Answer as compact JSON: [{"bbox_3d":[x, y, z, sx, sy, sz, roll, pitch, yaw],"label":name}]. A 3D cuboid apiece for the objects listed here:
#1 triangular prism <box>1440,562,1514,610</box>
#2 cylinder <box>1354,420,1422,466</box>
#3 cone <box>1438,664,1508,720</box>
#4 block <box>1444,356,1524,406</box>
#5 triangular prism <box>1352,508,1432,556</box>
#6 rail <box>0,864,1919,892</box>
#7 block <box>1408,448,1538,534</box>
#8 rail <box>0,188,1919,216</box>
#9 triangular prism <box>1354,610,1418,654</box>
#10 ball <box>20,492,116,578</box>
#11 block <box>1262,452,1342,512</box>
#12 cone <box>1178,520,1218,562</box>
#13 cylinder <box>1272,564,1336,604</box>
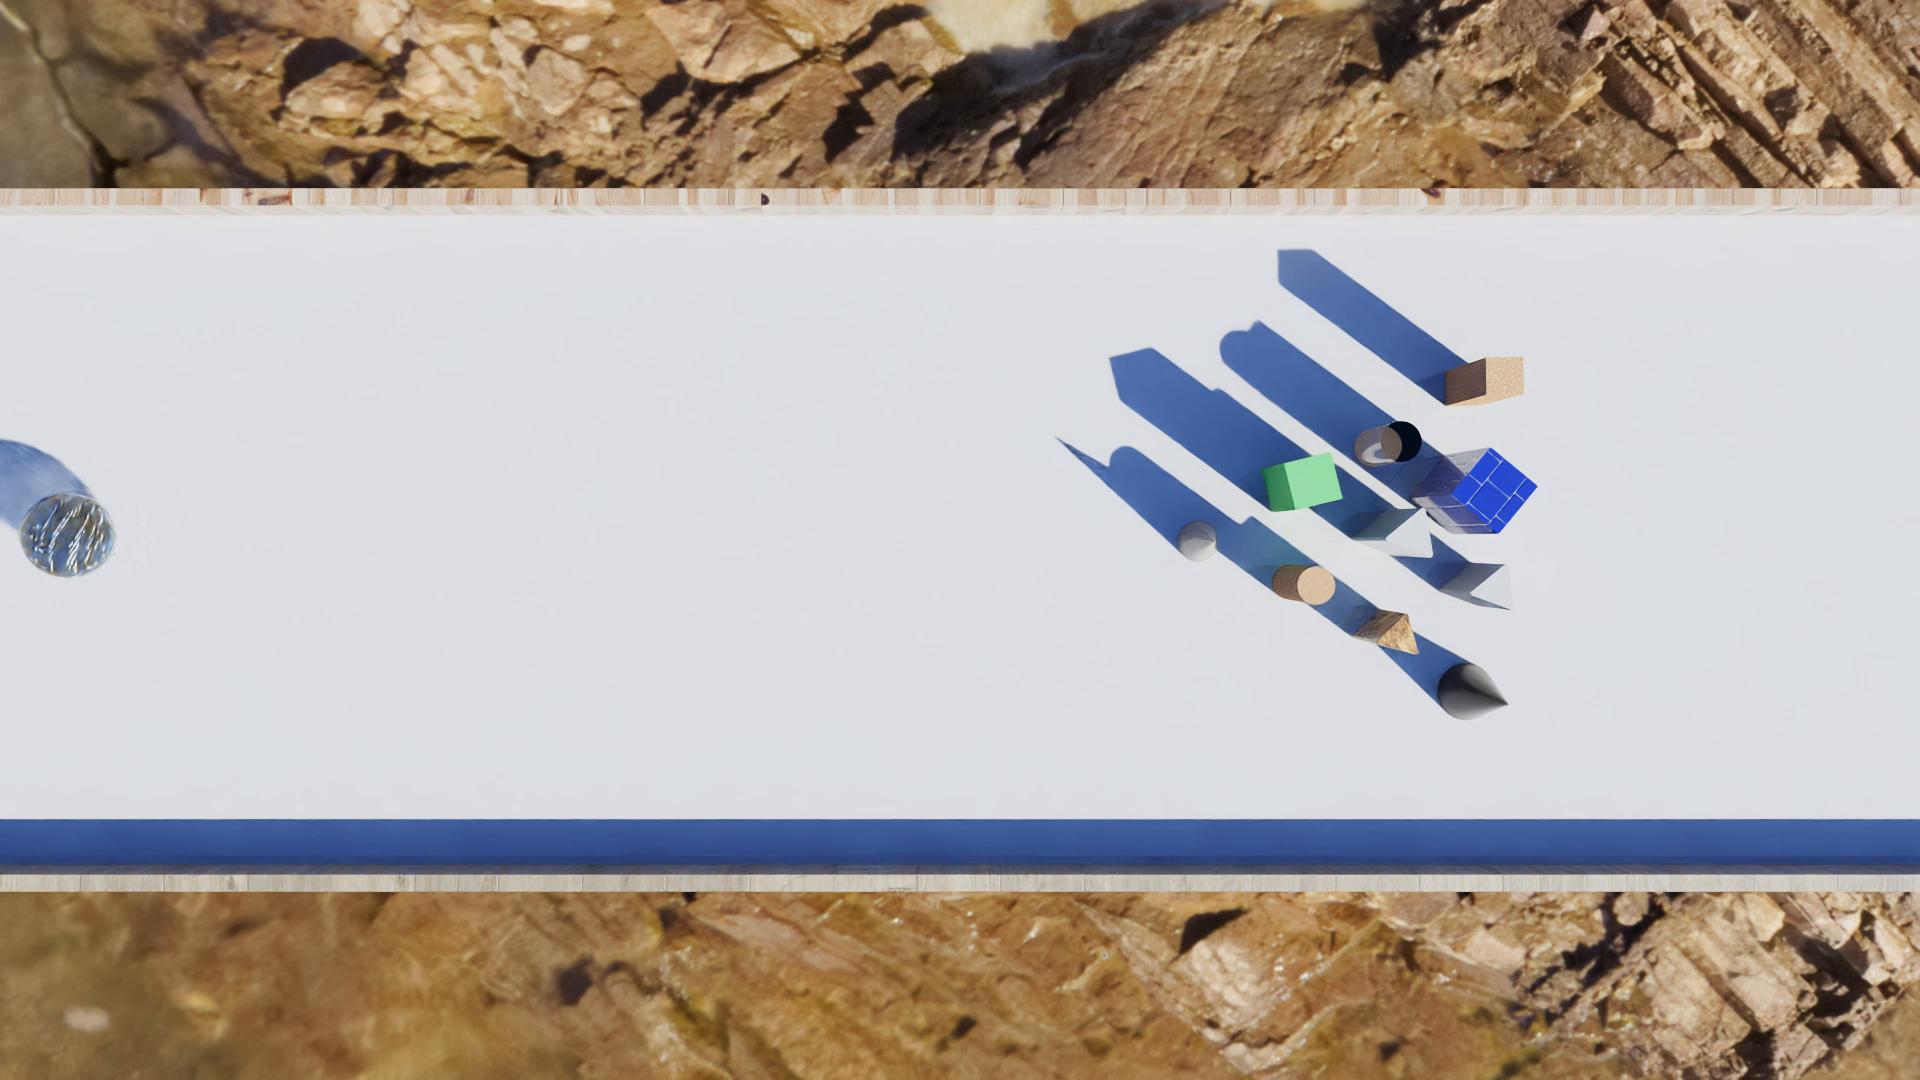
[{"bbox_3d":[1.555,0.124,4.915,0.133,0.323,0.115,20,90,0],"label":"triangular prism"},{"bbox_3d":[1.272,-0.284,4.916,0.119,0.321,0.119,0,90,0],"label":"cylinder"},{"bbox_3d":[1.557,0.467,4.877,0.176,0.400,0.176,0,90,0],"label":"cone"},{"bbox_3d":[1.546,-0.466,4.878,0.106,0.397,0.106,-1,90,0],"label":"block"},{"bbox_3d":[1.294,-0.034,4.876,0.140,0.401,0.122,21,90,0],"label":"triangular prism"},{"bbox_3d":[-2.247,1.025,5.001,12.000,0.150,0.050,0,90,0],"label":"rail"},{"bbox_3d":[1.502,-0.139,4.855,0.174,0.443,0.174,40,90,0],"label":"block"},{"bbox_3d":[-2.247,-1.025,5.002,12.000,0.150,0.050,0,90,0],"label":"rail"},{"bbox_3d":[1.279,0.263,4.924,0.121,0.305,0.104,15,90,0],"label":"triangular prism"},{"bbox_3d":[-2.675,-0.014,4.948,0.257,0.257,0.257,0,90,0],"label":"ball"},{"bbox_3d":[1.010,-0.169,4.896,0.138,0.362,0.138,-14,90,0],"label":"block"},{"bbox_3d":[0.732,0.004,4.901,0.126,0.350,0.126,0,90,0],"label":"cone"},{"bbox_3d":[1.013,0.130,4.883,0.108,0.386,0.108,0,90,0],"label":"cylinder"}]
